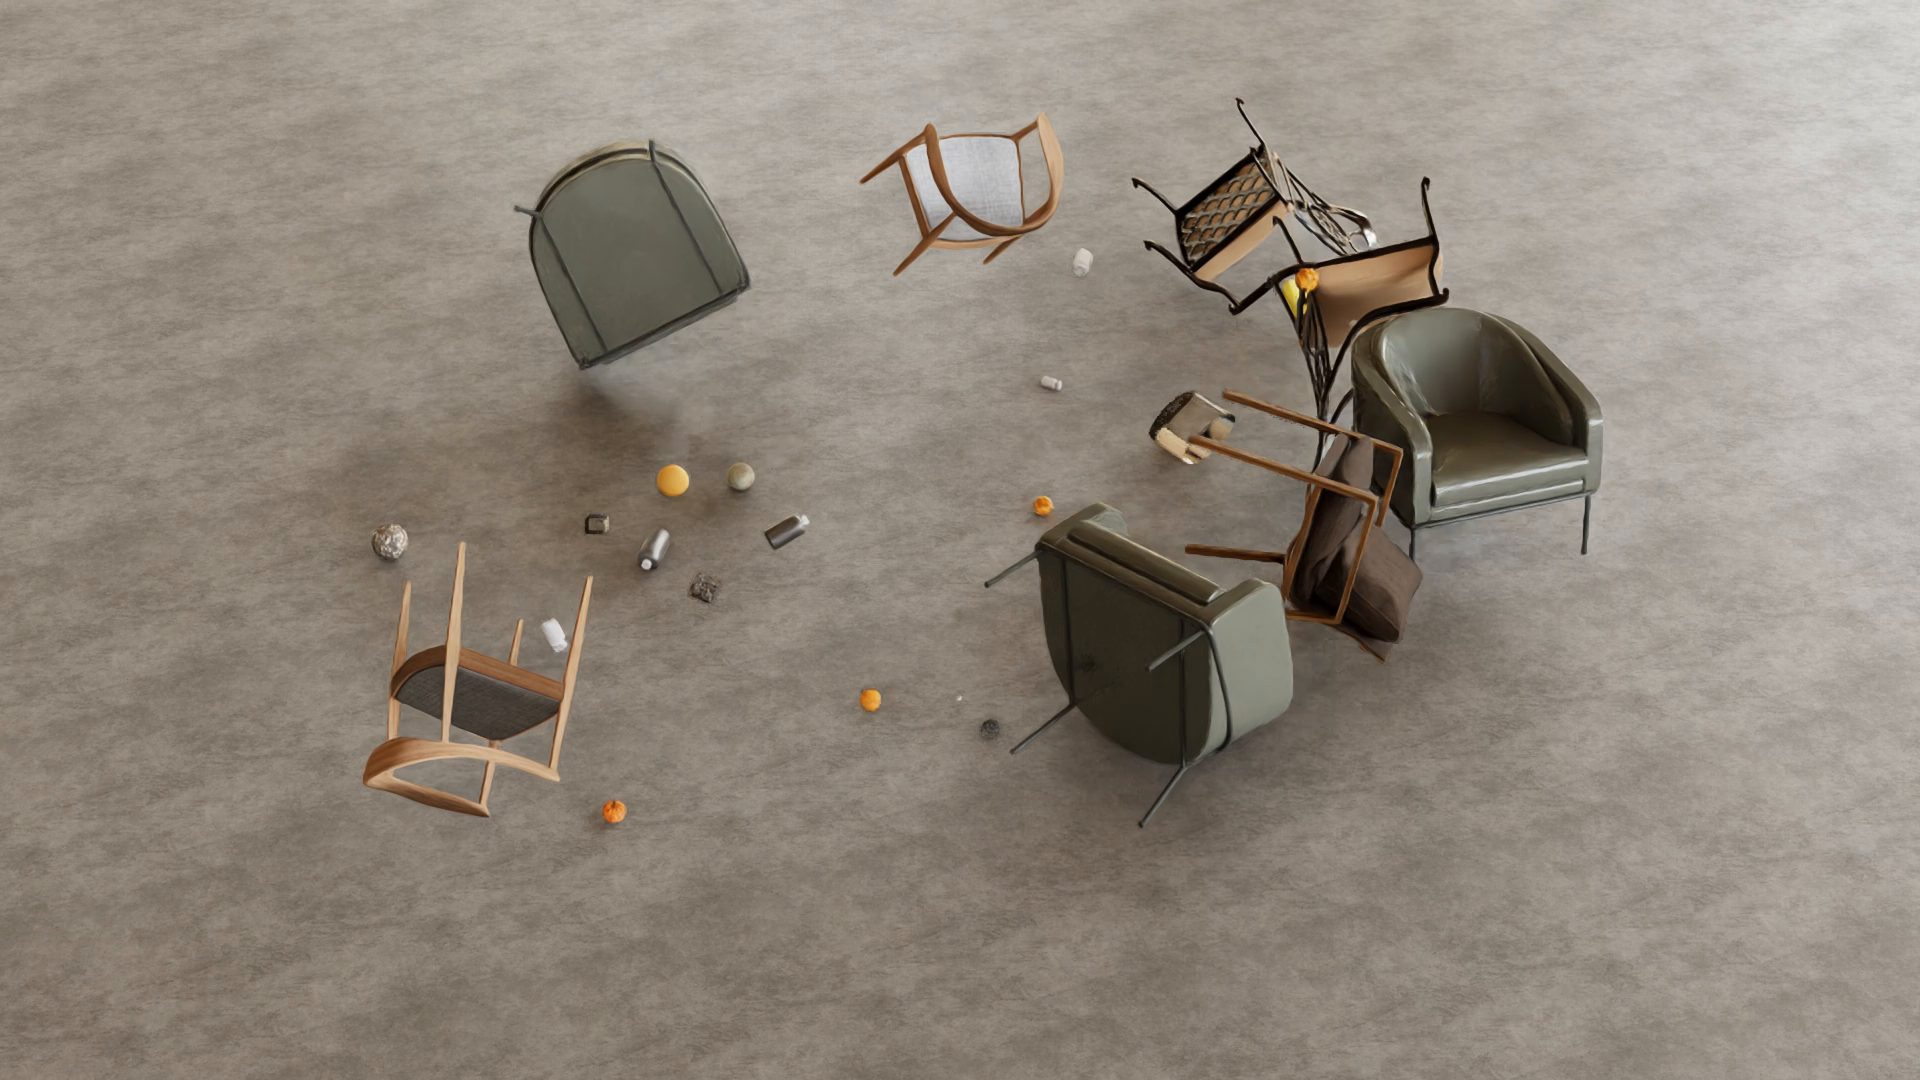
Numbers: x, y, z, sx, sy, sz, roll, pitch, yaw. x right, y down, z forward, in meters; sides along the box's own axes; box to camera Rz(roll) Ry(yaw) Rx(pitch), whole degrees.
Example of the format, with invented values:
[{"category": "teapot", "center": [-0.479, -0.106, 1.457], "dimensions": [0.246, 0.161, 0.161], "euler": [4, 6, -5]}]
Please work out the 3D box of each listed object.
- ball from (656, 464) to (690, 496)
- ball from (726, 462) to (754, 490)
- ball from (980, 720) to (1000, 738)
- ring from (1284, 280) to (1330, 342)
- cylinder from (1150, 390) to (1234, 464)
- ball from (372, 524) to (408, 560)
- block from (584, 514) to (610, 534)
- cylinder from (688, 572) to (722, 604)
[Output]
[{"category": "ball", "center": [-1.094, -0.226, 11.176], "dimensions": [0.122, 0.122, 0.122], "euler": [0, 33, 0]}, {"category": "ball", "center": [-0.839, -0.243, 11.218], "dimensions": [0.106, 0.106, 0.106], "euler": [0, 33, 0]}, {"category": "ball", "center": [0.103, 0.638, 9.917], "dimensions": [0.065, 0.065, 0.065], "euler": [0, 33, 0]}, {"category": "ring", "center": [1.416, -0.937, 11.993], "dimensions": [0.282, 0.068, 0.295], "euler": [17, 45, -59]}, {"category": "cylinder", "center": [0.906, -0.442, 11.458], "dimensions": [0.272, 0.137, 0.217], "euler": [-42, 46, -11]}, {"category": "ball", "center": [-2.103, 0.005, 10.815], "dimensions": [0.134, 0.134, 0.134], "euler": [0, 33, 0]}, {"category": "block", "center": [-1.358, -0.058, 10.966], "dimensions": [0.070, 0.052, 0.081], "euler": [5, 16, 8]}, {"category": "cylinder", "center": [-0.847, 0.160, 9.731], "dimensions": [0.079, 0.060, 0.100], "euler": [21, 42, 4]}]
